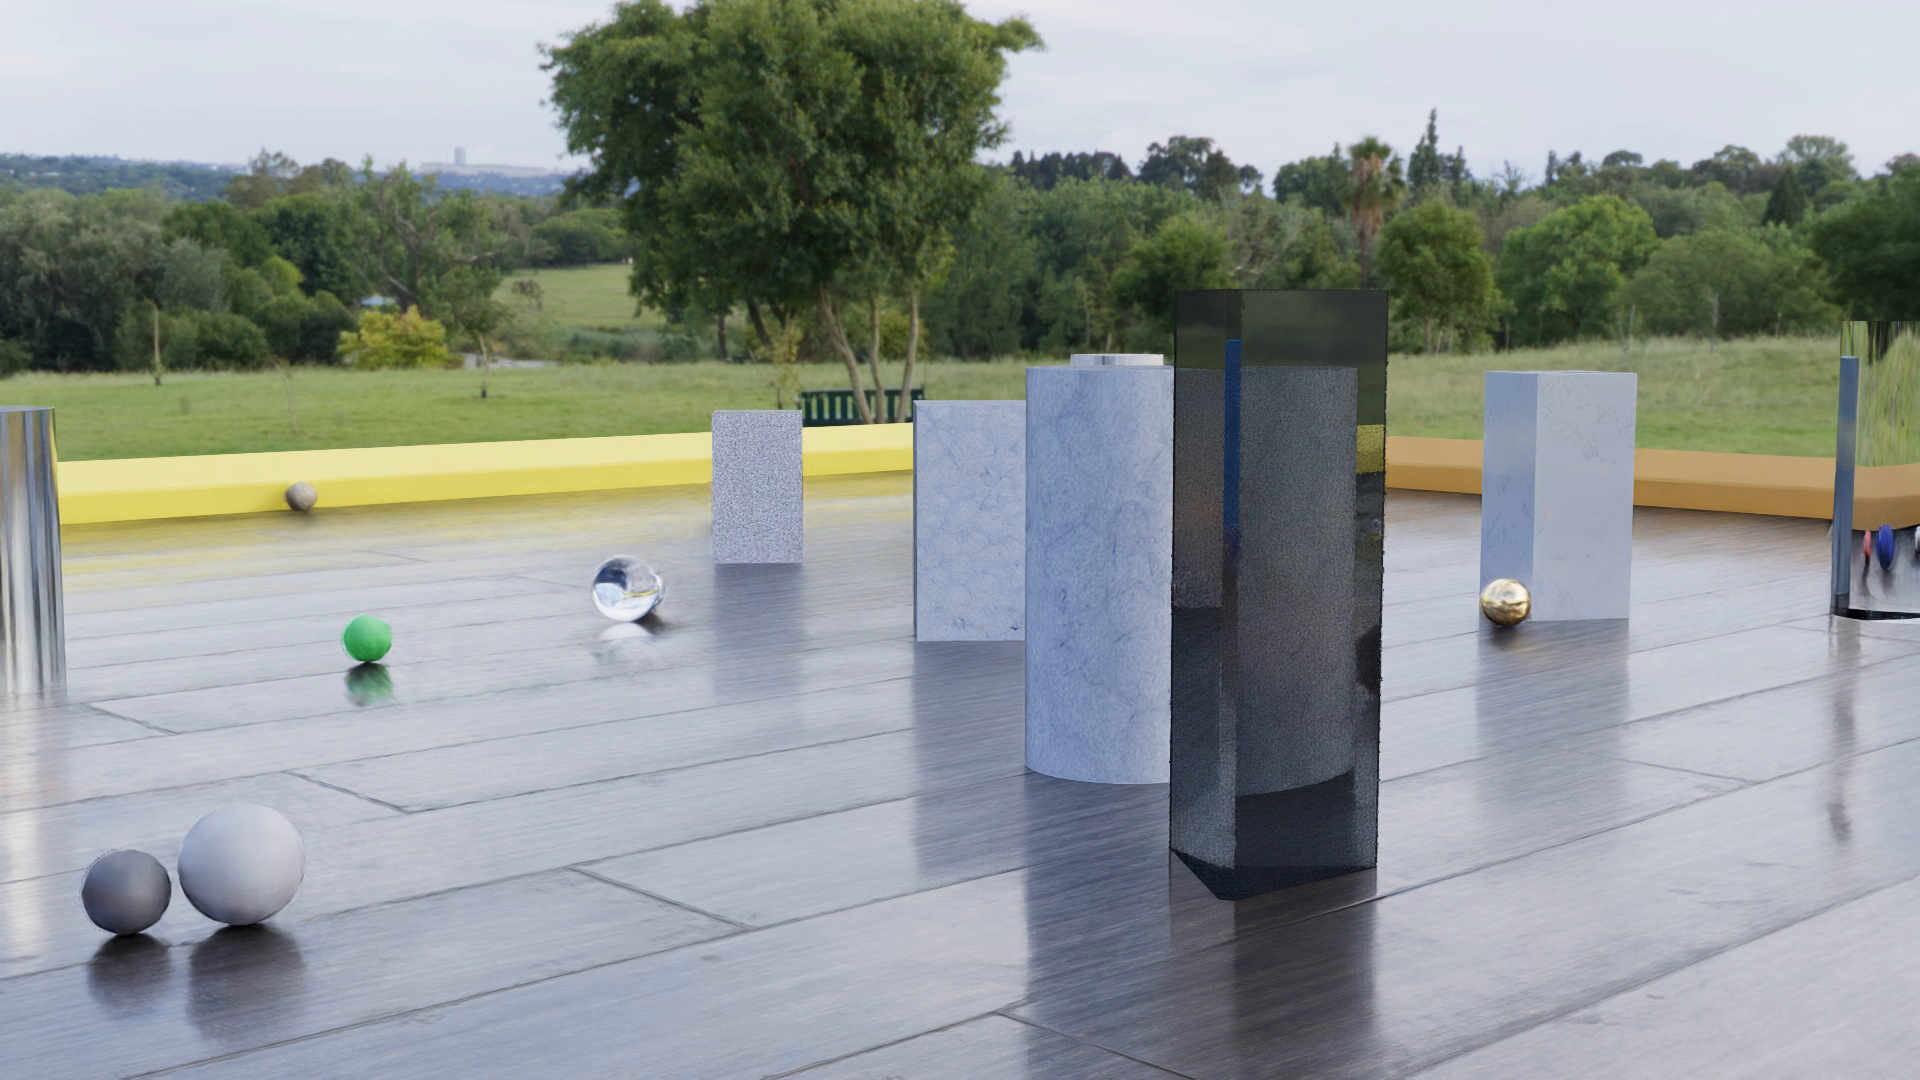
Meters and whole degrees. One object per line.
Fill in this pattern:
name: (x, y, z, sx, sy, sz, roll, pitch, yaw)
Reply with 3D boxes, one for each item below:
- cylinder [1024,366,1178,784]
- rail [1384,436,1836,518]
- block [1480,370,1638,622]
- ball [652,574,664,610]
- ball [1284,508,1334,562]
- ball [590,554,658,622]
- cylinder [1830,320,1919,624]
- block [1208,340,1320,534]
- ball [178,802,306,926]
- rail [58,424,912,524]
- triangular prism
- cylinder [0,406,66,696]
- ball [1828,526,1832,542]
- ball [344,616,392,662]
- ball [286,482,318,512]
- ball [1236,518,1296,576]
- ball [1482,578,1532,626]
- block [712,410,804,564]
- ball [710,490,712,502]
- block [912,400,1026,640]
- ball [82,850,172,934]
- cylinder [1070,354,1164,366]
cylinder: (0.162, 0.026, 2.152, 0.197, 0.389, 0.197, 0, 6, 0)
rail: (1.677, -0.128, 4.870, 0.045, 0.128, 4.393, -5, 8, -42)
block: (0.876, -0.069, 3.231, 0.157, 0.355, 0.157, -2, 6, -14)
ball: (-0.468, 0.076, 3.257, 0.061, 0.061, 0.061, 0, 6, 0)
ball: (0.617, -0.008, 3.901, 0.094, 0.094, 0.094, 0, 6, 0)
ball: (-0.480, 0.069, 3.147, 0.097, 0.097, 0.097, 0, 6, 0)
cylinder: (1.381, -0.104, 3.204, 0.197, 0.429, 0.197, 0, 6, 0)
block: (0.606, -0.208, 4.407, 0.157, 0.385, 0.157, -4, 7, -35)
ball: (-0.522, 0.235, 1.599, 0.088, 0.088, 0.088, 0, 6, 0)
rail: (-1.474, -0.133, 4.920, 4.610, 0.128, 0.045, -5, 8, -42)
triangular prism: (0.222, 0.033, 1.750, 0.170, 0.460, 0.148, -5, 8, -38)
cylinder: (-1.173, 0.009, 2.611, 0.197, 0.328, 0.197, 0, 6, 0)
ball: (1.657, -0.011, 4.126, 0.053, 0.053, 0.053, 0, 6, 0)
ball: (-0.750, 0.125, 2.788, 0.060, 0.060, 0.060, 0, 6, 0)
ball: (-1.456, -0.095, 4.863, 0.067, 0.067, 0.067, 0, 6, 0)
ball: (0.513, 0.011, 3.695, 0.098, 0.098, 0.098, 0, 6, 0)
ball: (0.771, 0.088, 3.103, 0.069, 0.069, 0.069, 0, 6, 0)
block: (-0.361, -0.098, 3.947, 0.157, 0.263, 0.157, 0, 6, -3)
ball: (-0.490, -0.095, 4.728, 0.094, 0.094, 0.094, 0, 6, 0)
block: (0.016, -0.030, 3.036, 0.157, 0.318, 0.157, 0, 6, -3)
ball: (-0.596, 0.252, 1.574, 0.060, 0.060, 0.060, 0, 6, 0)
cylinder: (0.333, -0.219, 4.689, 0.197, 0.350, 0.197, 0, 6, 0)
